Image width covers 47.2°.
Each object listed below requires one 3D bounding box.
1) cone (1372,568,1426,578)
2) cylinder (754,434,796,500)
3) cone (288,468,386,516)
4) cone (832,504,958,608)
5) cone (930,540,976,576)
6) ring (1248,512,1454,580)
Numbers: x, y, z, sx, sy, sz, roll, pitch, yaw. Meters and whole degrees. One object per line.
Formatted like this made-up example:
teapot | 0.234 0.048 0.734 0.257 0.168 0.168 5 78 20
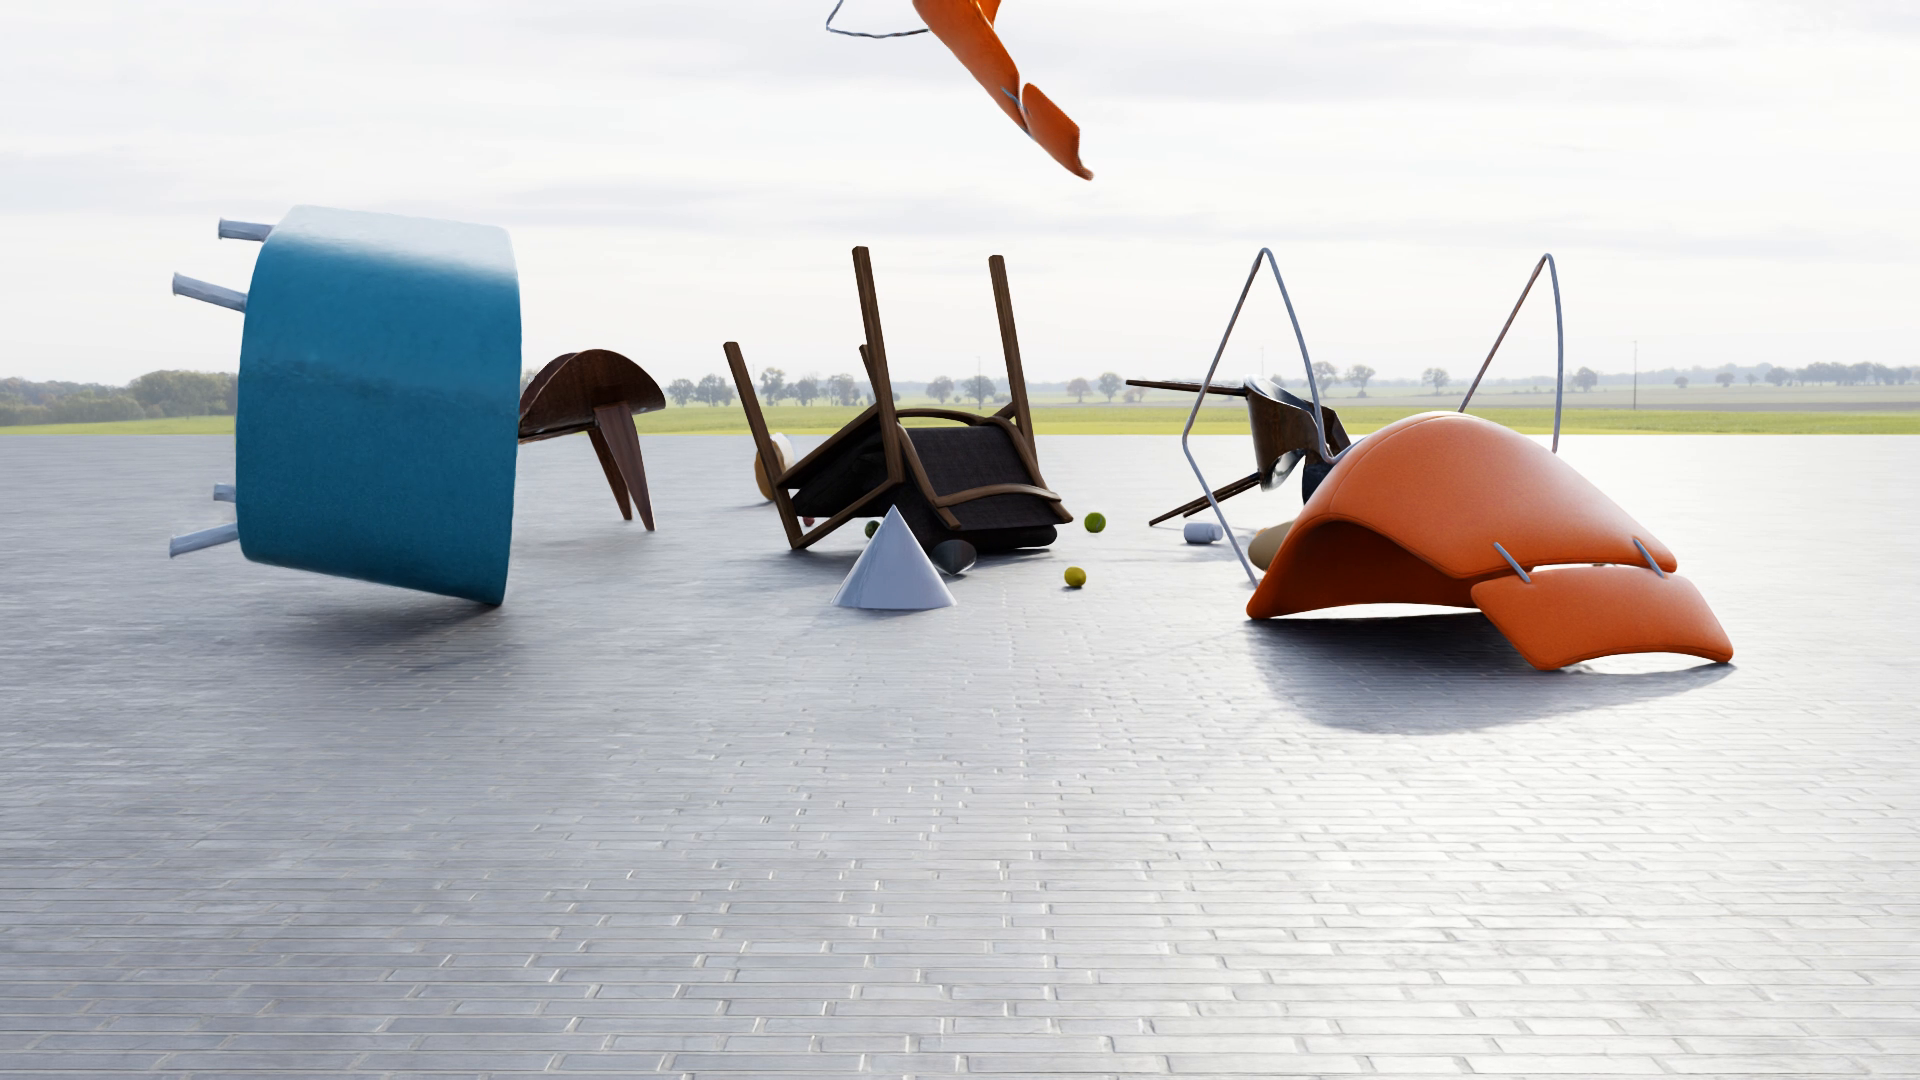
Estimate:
cone | 1.004 0.027 5.316 0.258 0.114 0.164 3 5 35
cylinder | -0.749 -0.297 8.903 0.128 0.252 0.144 1 12 12
cone | -2.157 -0.130 7.808 0.351 0.131 0.315 18 -13 25
cone | -0.139 0.028 4.616 0.280 0.209 0.239 3 5 33
cone | -0.017 0.063 5.309 0.107 0.067 0.119 33 -53 -26
ring | 0.925 0.013 5.219 0.483 0.108 0.184 -5 34 12
